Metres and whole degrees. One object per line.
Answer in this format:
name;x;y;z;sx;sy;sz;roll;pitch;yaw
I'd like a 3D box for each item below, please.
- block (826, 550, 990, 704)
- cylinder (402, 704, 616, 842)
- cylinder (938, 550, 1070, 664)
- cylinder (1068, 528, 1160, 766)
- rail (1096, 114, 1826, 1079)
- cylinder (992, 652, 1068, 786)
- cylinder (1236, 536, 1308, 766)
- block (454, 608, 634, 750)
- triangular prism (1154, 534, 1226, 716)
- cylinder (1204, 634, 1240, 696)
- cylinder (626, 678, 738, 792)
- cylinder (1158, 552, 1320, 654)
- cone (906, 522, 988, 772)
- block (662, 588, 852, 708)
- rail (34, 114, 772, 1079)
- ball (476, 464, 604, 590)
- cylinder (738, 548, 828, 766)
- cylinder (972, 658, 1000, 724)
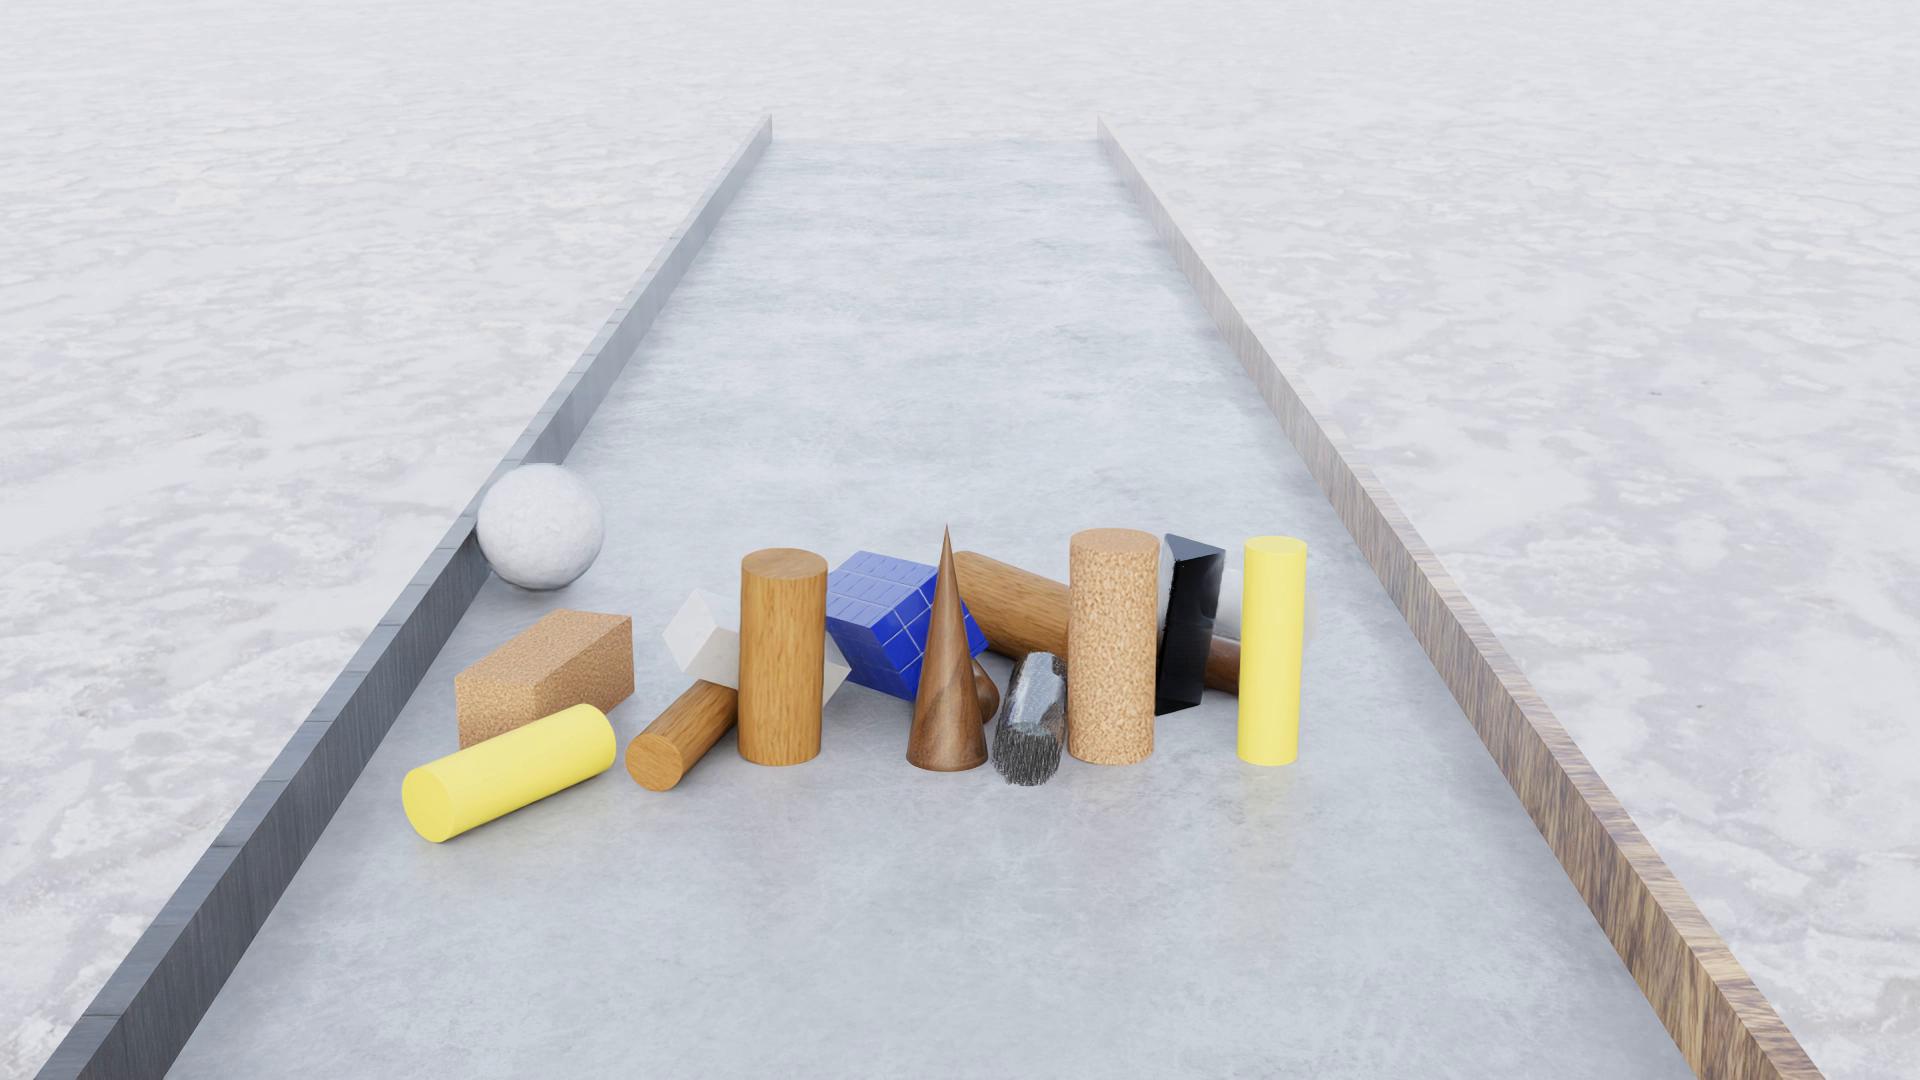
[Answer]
block;-0.136;0.161;4.172;0.180;0.180;0.335;-39;23;-20
cylinder;-0.754;0.388;3.702;0.126;0.126;0.364;12;20;35
cylinder;0.130;0.154;4.402;0.176;0.176;0.417;-13;21;-37
cylinder;0.271;0.188;3.905;0.156;0.391;0.156;0;16;0
rail;0.932;-0.844;7.801;0.050;0.150;12.000;0;17;-1
cylinder;0.134;0.317;3.952;0.119;0.119;0.361;2;17;6
cylinder;0.549;0.196;3.880;0.108;0.392;0.108;0;17;0
block;-0.759;0.267;4.059;0.154;0.154;0.399;5;17;16
triangular prism;0.396;0.154;4.114;0.119;0.324;0.103;-11;30;-33
cylinder;0.412;0.215;4.328;0.395;0.101;0.101;14;22;40
cylinder;-0.480;0.333;3.921;0.106;0.106;0.345;4;17;14
cylinder;0.515;0.124;4.556;0.449;0.145;0.145;15;22;41
cone;-0.023;0.177;3.866;0.148;0.436;0.148;0;17;0
block;-0.371;0.206;4.043;0.325;0.112;0.112;21;23;-41
rail;-1.118;-0.838;7.780;0.050;0.150;12.000;0;17;-1
ball;-0.921;-0.028;4.832;0.278;0.278;0.278;0;17;0
cylinder;-0.315;0.206;3.887;0.151;0.355;0.151;3;21;-1
cylinder;-0.013;0.255;4.189;0.102;0.102;0.306;-4;17;-13
